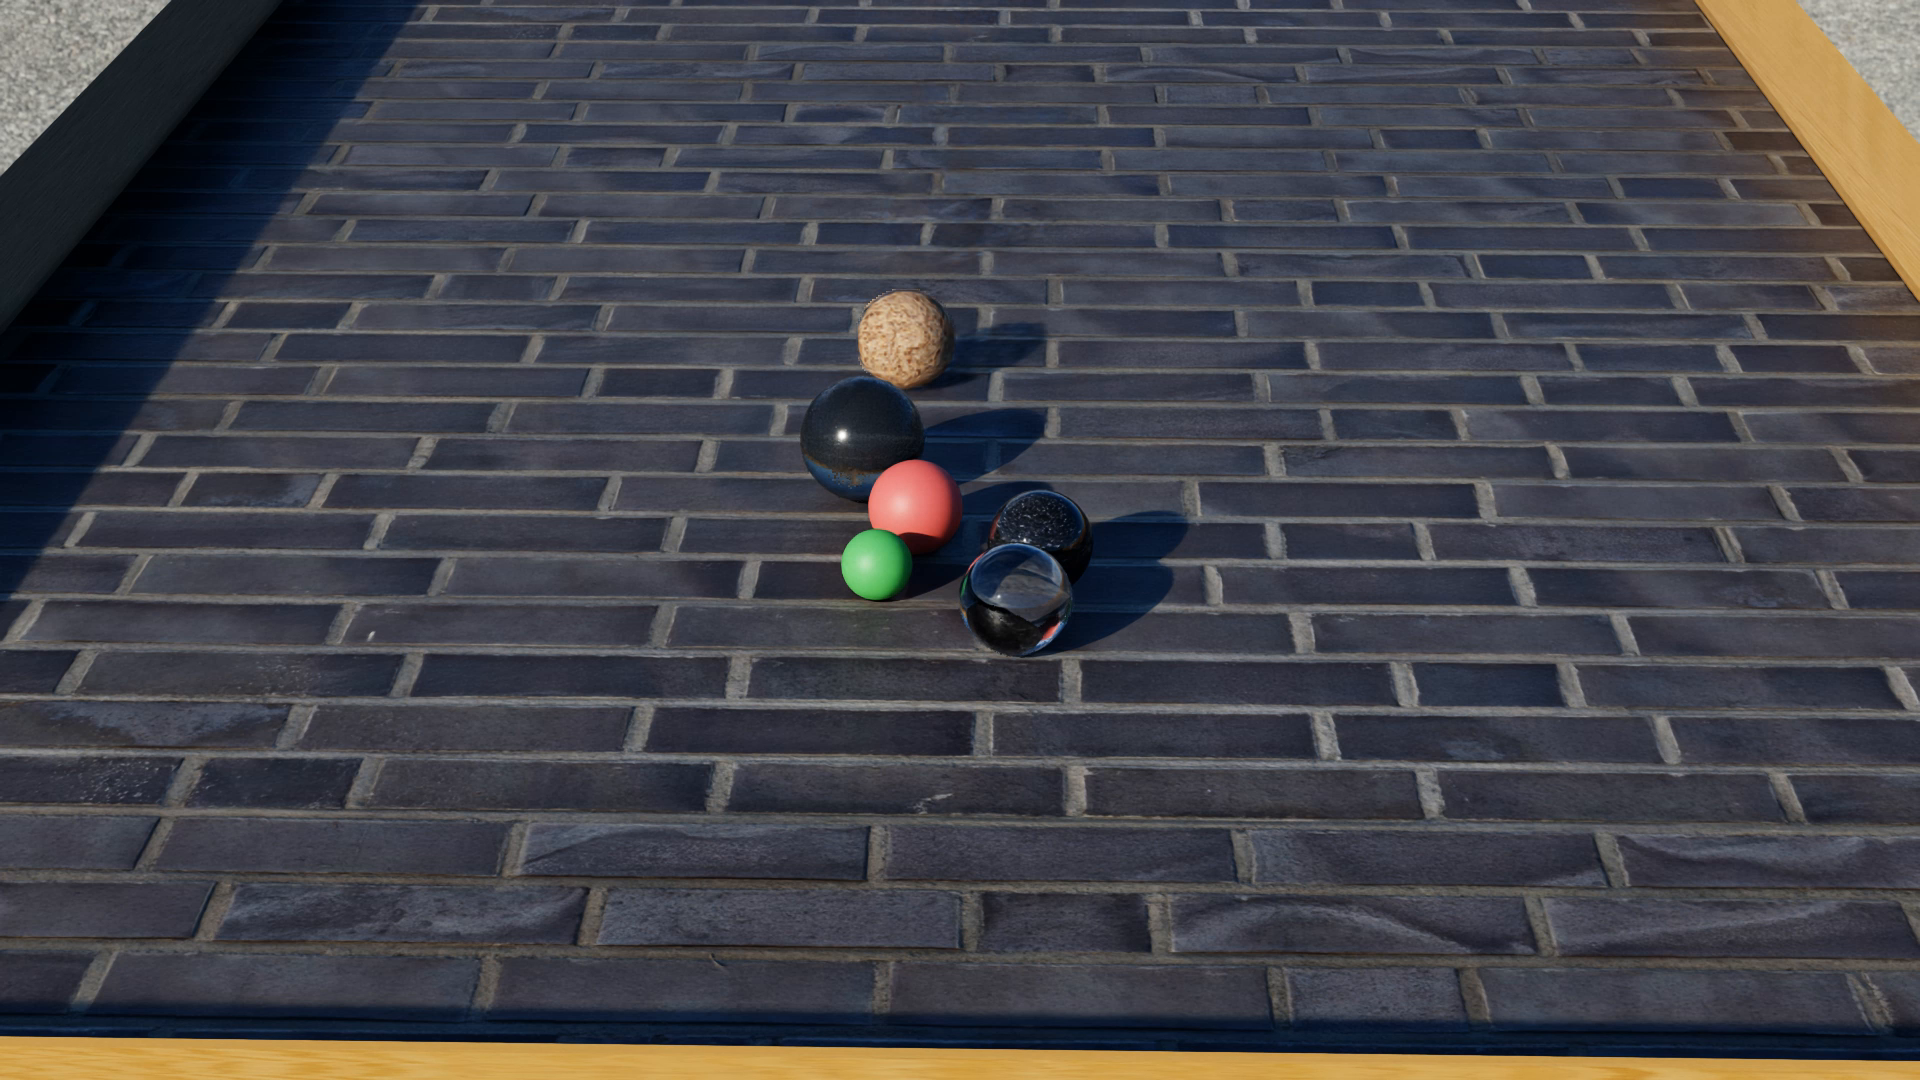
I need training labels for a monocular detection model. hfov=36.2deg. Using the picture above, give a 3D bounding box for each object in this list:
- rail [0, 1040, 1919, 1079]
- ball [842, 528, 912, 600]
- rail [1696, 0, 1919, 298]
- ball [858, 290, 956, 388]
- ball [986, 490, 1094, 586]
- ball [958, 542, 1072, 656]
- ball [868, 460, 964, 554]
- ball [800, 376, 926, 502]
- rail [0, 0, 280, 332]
[{"bbox_3d":[-0.014,0.262,1.315,1.536,0.112,0.045,1,26,1],"label":"rail"},{"bbox_3d":[-0.054,0.016,1.899,0.046,0.046,0.046,0,26,0],"label":"ball"},{"bbox_3d":[0.759,-0.307,2.488,0.045,0.112,2.688,1,26,1],"label":"rail"},{"bbox_3d":[-0.040,-0.151,2.211,0.074,0.074,0.074,0,26,0],"label":"ball"},{"bbox_3d":[0.052,0.002,1.903,0.069,0.069,0.069,0,26,0],"label":"ball"},{"bbox_3d":[0.035,0.036,1.829,0.071,0.071,0.071,0,26,0],"label":"ball"},{"bbox_3d":[-0.030,-0.022,1.958,0.063,0.063,0.063,0,26,0],"label":"ball"},{"bbox_3d":[-0.067,-0.070,2.030,0.086,0.086,0.086,0,26,0],"label":"ball"},{"bbox_3d":[-0.729,-0.321,2.517,0.045,0.112,2.688,1,26,1],"label":"rail"}]
